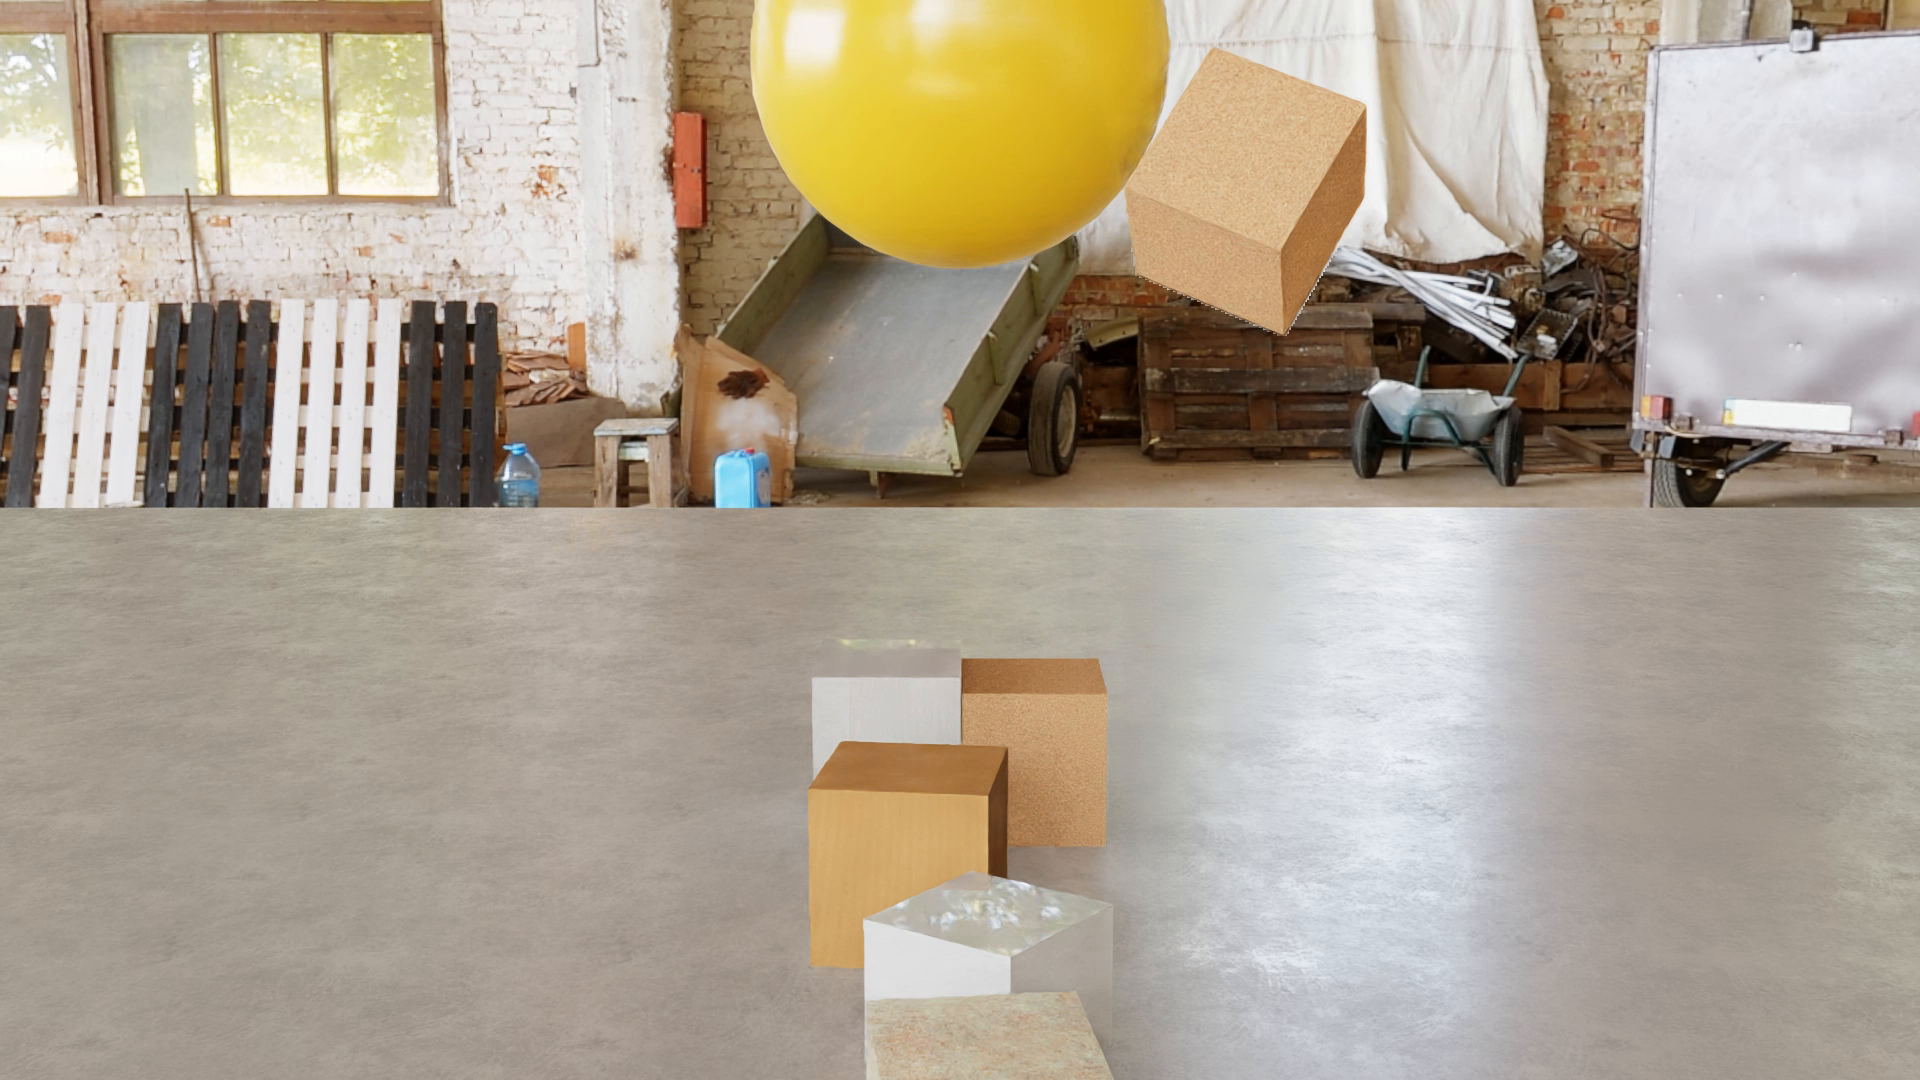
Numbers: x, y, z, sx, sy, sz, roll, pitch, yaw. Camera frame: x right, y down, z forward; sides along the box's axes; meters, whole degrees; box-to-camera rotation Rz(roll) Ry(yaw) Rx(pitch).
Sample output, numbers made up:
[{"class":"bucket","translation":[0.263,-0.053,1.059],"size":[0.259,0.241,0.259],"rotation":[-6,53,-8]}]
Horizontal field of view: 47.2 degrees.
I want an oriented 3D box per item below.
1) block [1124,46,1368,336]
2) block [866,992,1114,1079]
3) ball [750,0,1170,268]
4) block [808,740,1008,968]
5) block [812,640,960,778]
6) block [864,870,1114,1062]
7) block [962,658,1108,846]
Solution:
[{"class":"block","translation":[0.904,-1.091,6.891],"size":[0.527,0.571,0.504],"rotation":[26,-18,19]},{"class":"block","translation":[0.078,1.925,7.078],"size":[0.710,0.679,0.720],"rotation":[-1,10,-6]},{"class":"ball","translation":[0.000,-1.840,8.376],"size":[1.600,1.600,1.600],"rotation":[0,10,0]},{"class":"block","translation":[-0.214,1.387,9.729],"size":[0.769,0.791,0.767],"rotation":[1,10,7]},{"class":"block","translation":[-0.365,1.040,11.380],"size":[0.732,0.882,0.849],"rotation":[0,10,0]},{"class":"block","translation":[0.114,1.715,8.512],"size":[0.681,0.580,0.701],"rotation":[7,13,35]},{"class":"block","translation":[0.371,1.086,11.384],"size":[0.725,0.790,0.760],"rotation":[0,10,0]}]
